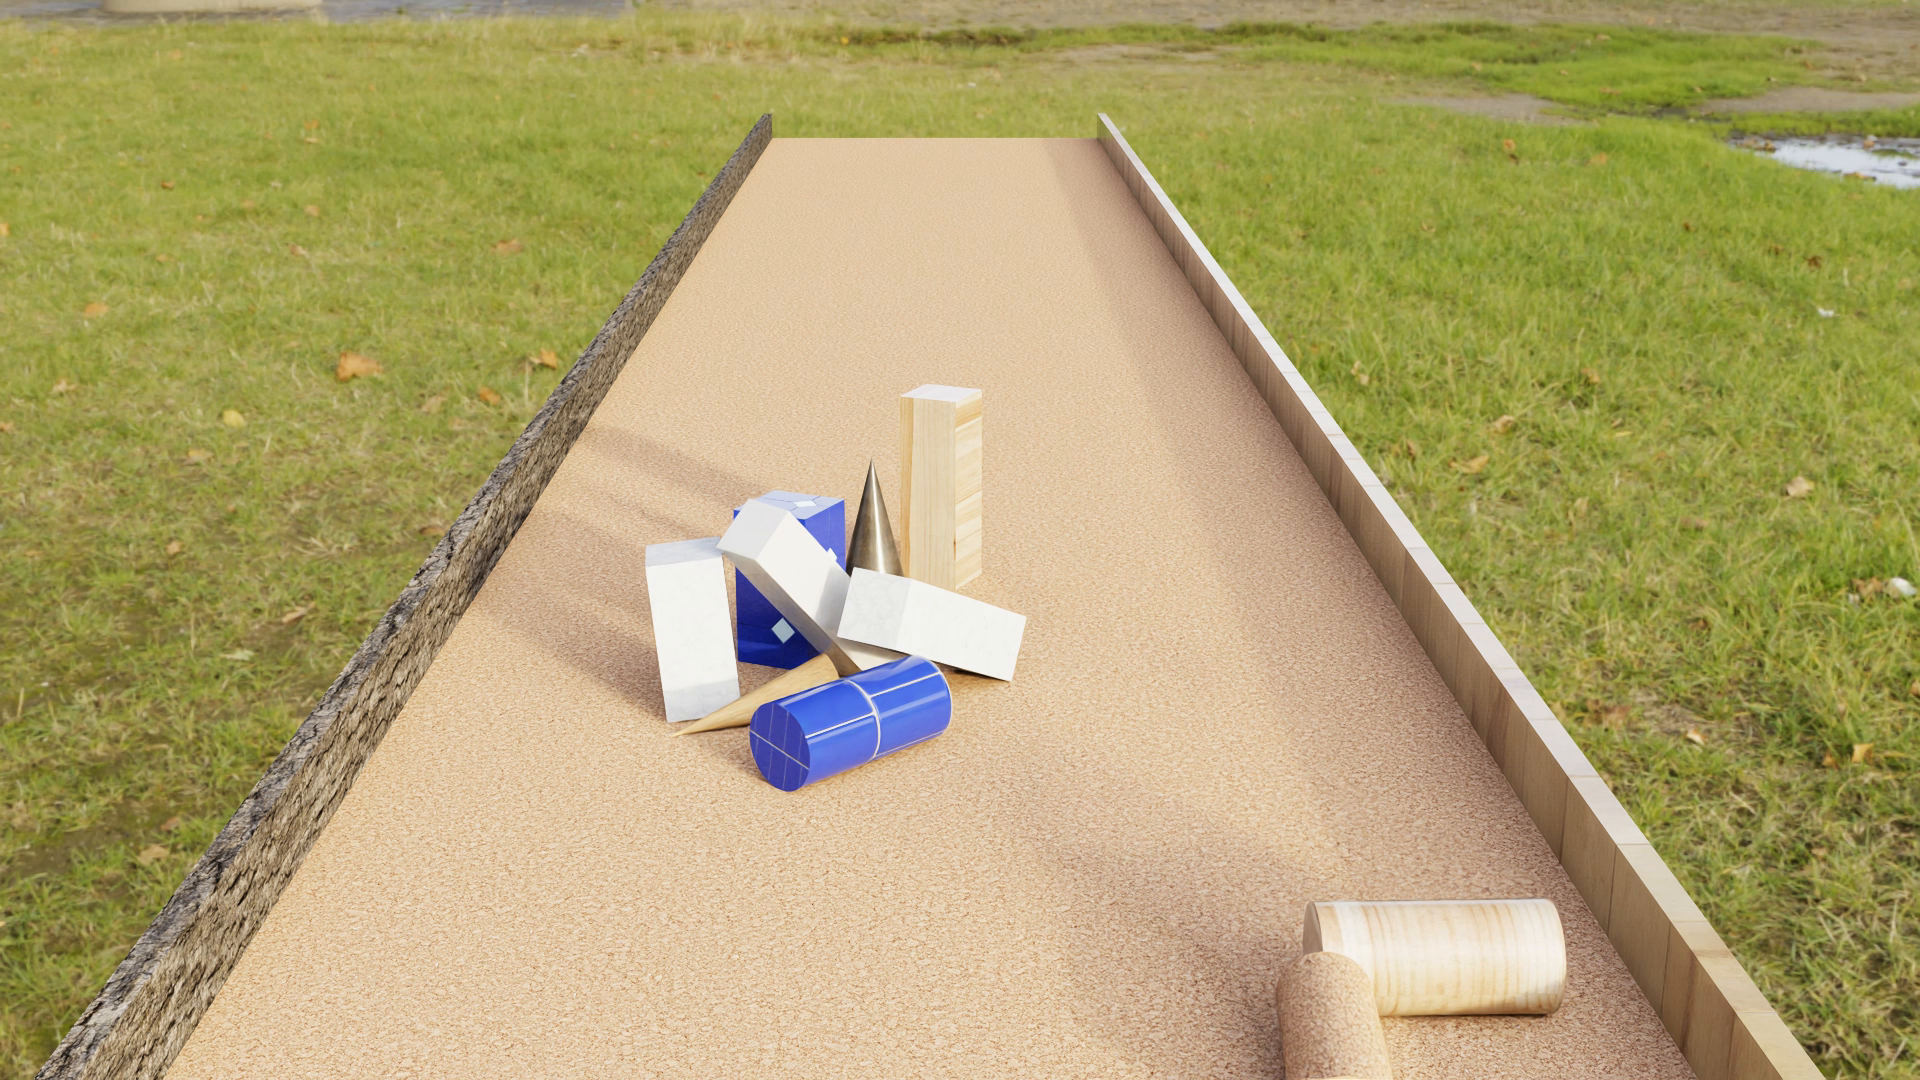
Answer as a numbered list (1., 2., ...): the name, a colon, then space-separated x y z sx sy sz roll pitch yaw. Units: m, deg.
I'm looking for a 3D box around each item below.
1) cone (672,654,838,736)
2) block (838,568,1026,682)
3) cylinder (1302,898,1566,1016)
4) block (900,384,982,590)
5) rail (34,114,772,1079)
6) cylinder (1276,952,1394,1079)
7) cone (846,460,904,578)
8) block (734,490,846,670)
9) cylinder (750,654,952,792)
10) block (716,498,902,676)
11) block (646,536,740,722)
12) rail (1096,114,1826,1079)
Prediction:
1. cone: -0.388 0.313 4.074 0.327 0.114 0.114 -18 22 -20
2. block: -0.047 0.163 4.156 0.130 0.130 0.427 11 -5 32
3. cylinder: 0.648 0.573 3.024 0.326 0.157 0.157 0 17 -2
4. block: -0.042 -0.119 4.879 0.135 0.425 0.135 8 18 24
5. rail: -1.118 -0.838 7.780 0.050 0.150 12.000 0 17 -1
6. cylinder: 0.477 0.656 2.795 0.129 0.129 0.320 1 17 4
7. cone: -0.183 -0.004 4.617 0.179 0.356 0.179 0 17 0
8. block: -0.338 0.081 4.401 0.161 0.316 0.161 8 18 24
9. cylinder: -0.189 0.319 3.877 0.158 0.158 0.342 16 23 42
10. block: -0.272 0.106 4.153 0.110 0.454 0.110 17 66 41
11. block: -0.498 0.166 4.113 0.140 0.305 0.140 -7 17 -6
12. rail: 0.932 -0.844 7.801 0.050 0.150 12.000 0 17 -1
